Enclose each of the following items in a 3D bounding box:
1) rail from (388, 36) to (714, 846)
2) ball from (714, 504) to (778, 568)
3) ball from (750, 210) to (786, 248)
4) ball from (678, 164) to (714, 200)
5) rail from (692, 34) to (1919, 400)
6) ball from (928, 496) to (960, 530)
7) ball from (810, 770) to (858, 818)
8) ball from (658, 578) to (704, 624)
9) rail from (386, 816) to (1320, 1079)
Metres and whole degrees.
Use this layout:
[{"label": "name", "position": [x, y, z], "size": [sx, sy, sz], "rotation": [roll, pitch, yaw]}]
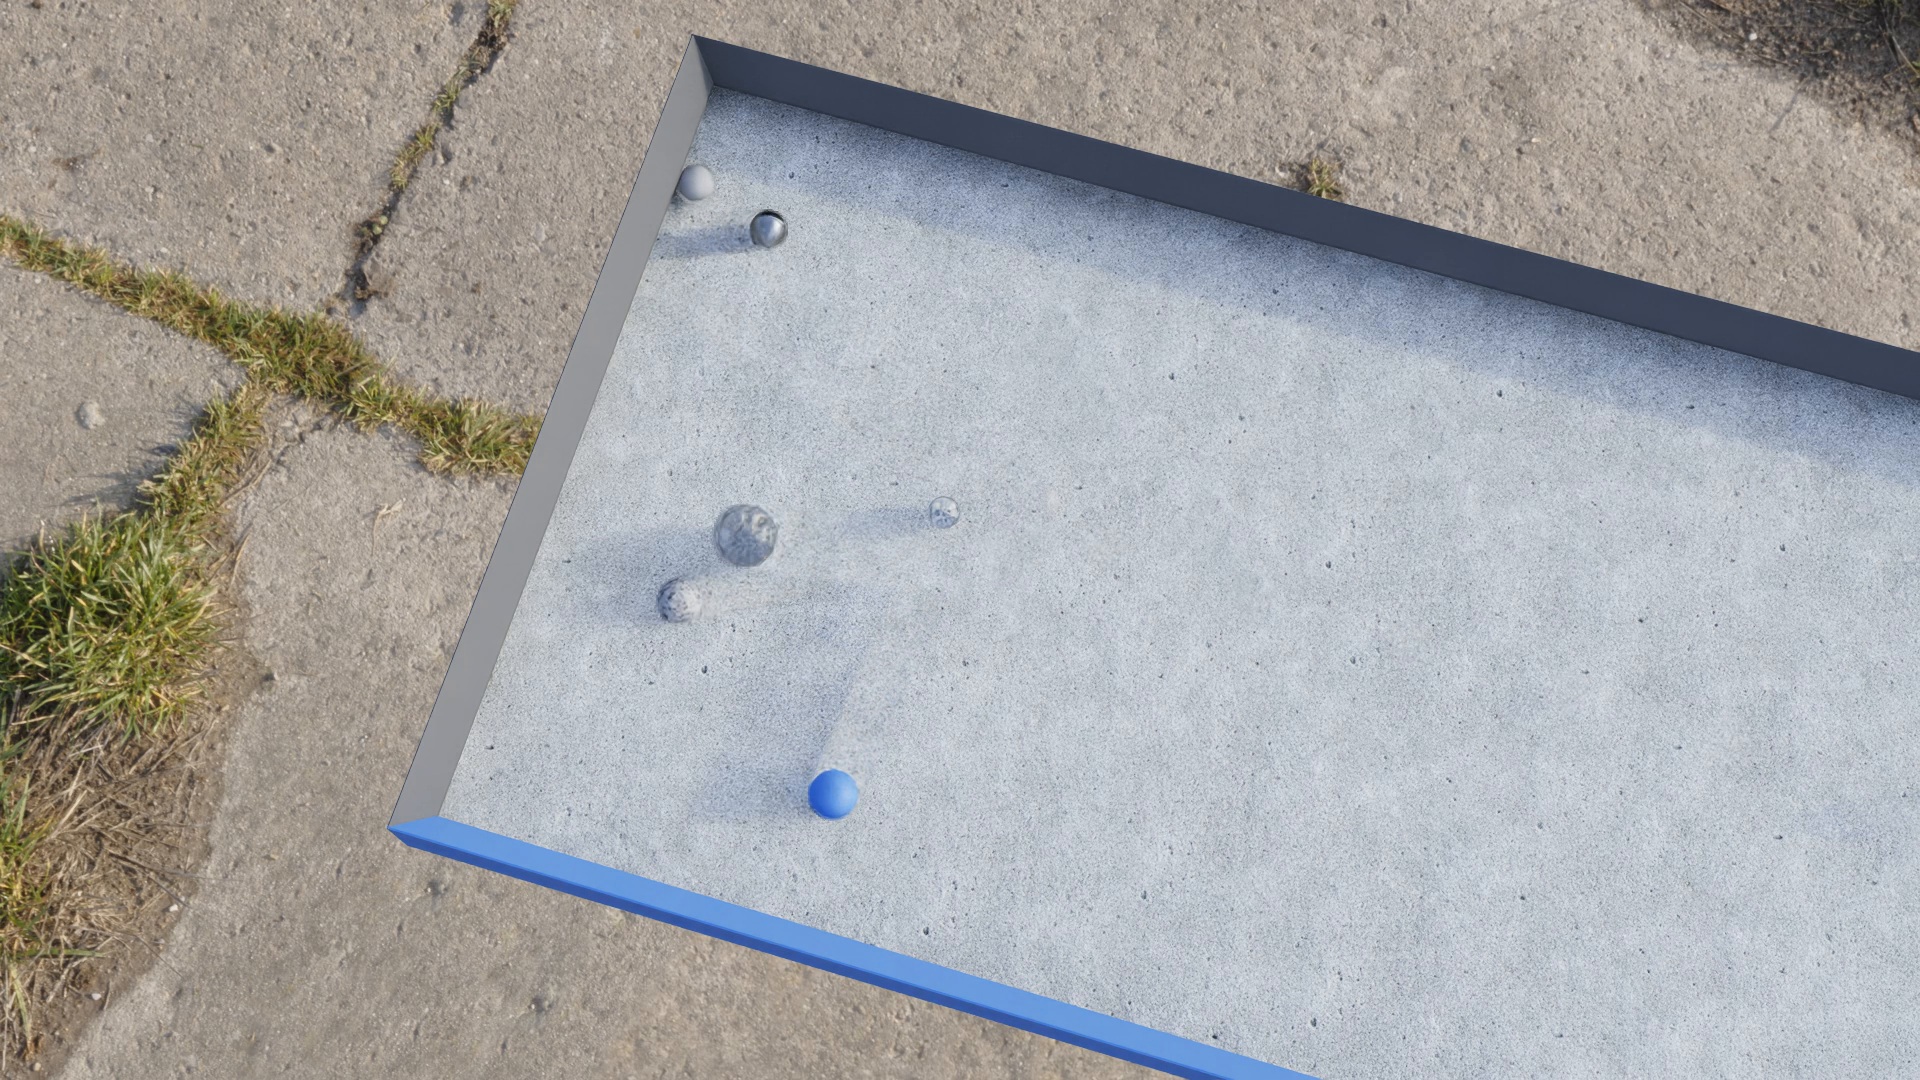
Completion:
[{"label": "rail", "position": [-0.612, -0.180, 3.451], "size": [0.045, 0.129, 1.377], "rotation": [16, 72, 5]}, {"label": "ball", "position": [-0.332, -0.007, 3.408], "size": [0.099, 0.099, 0.099], "rotation": [0, 71, 0]}, {"label": "ball", "position": [-0.315, -0.509, 3.603], "size": [0.060, 0.060, 0.060], "rotation": [0, 71, 0]}, {"label": "ball", "position": [-0.435, -0.590, 3.631], "size": [0.059, 0.059, 0.059], "rotation": [0, 71, 0]}, {"label": "rail", "position": [0.822, -0.436, 3.540], "size": [2.646, 0.129, 0.045], "rotation": [16, 72, 5]}, {"label": "ball", "position": [-0.025, -0.043, 3.446], "size": [0.052, 0.052, 0.052], "rotation": [0, 71, 0]}, {"label": "ball", "position": [-0.189, 0.379, 3.289], "size": [0.073, 0.073, 0.073], "rotation": [0, 71, 0]}, {"label": "ball", "position": [-0.430, 0.094, 3.390], "size": [0.069, 0.069, 0.069], "rotation": [0, 71, 0]}, {"label": "rail", "position": [0.446, 0.770, 3.123], "size": [2.646, 0.129, 0.045], "rotation": [16, 72, 5]}]
